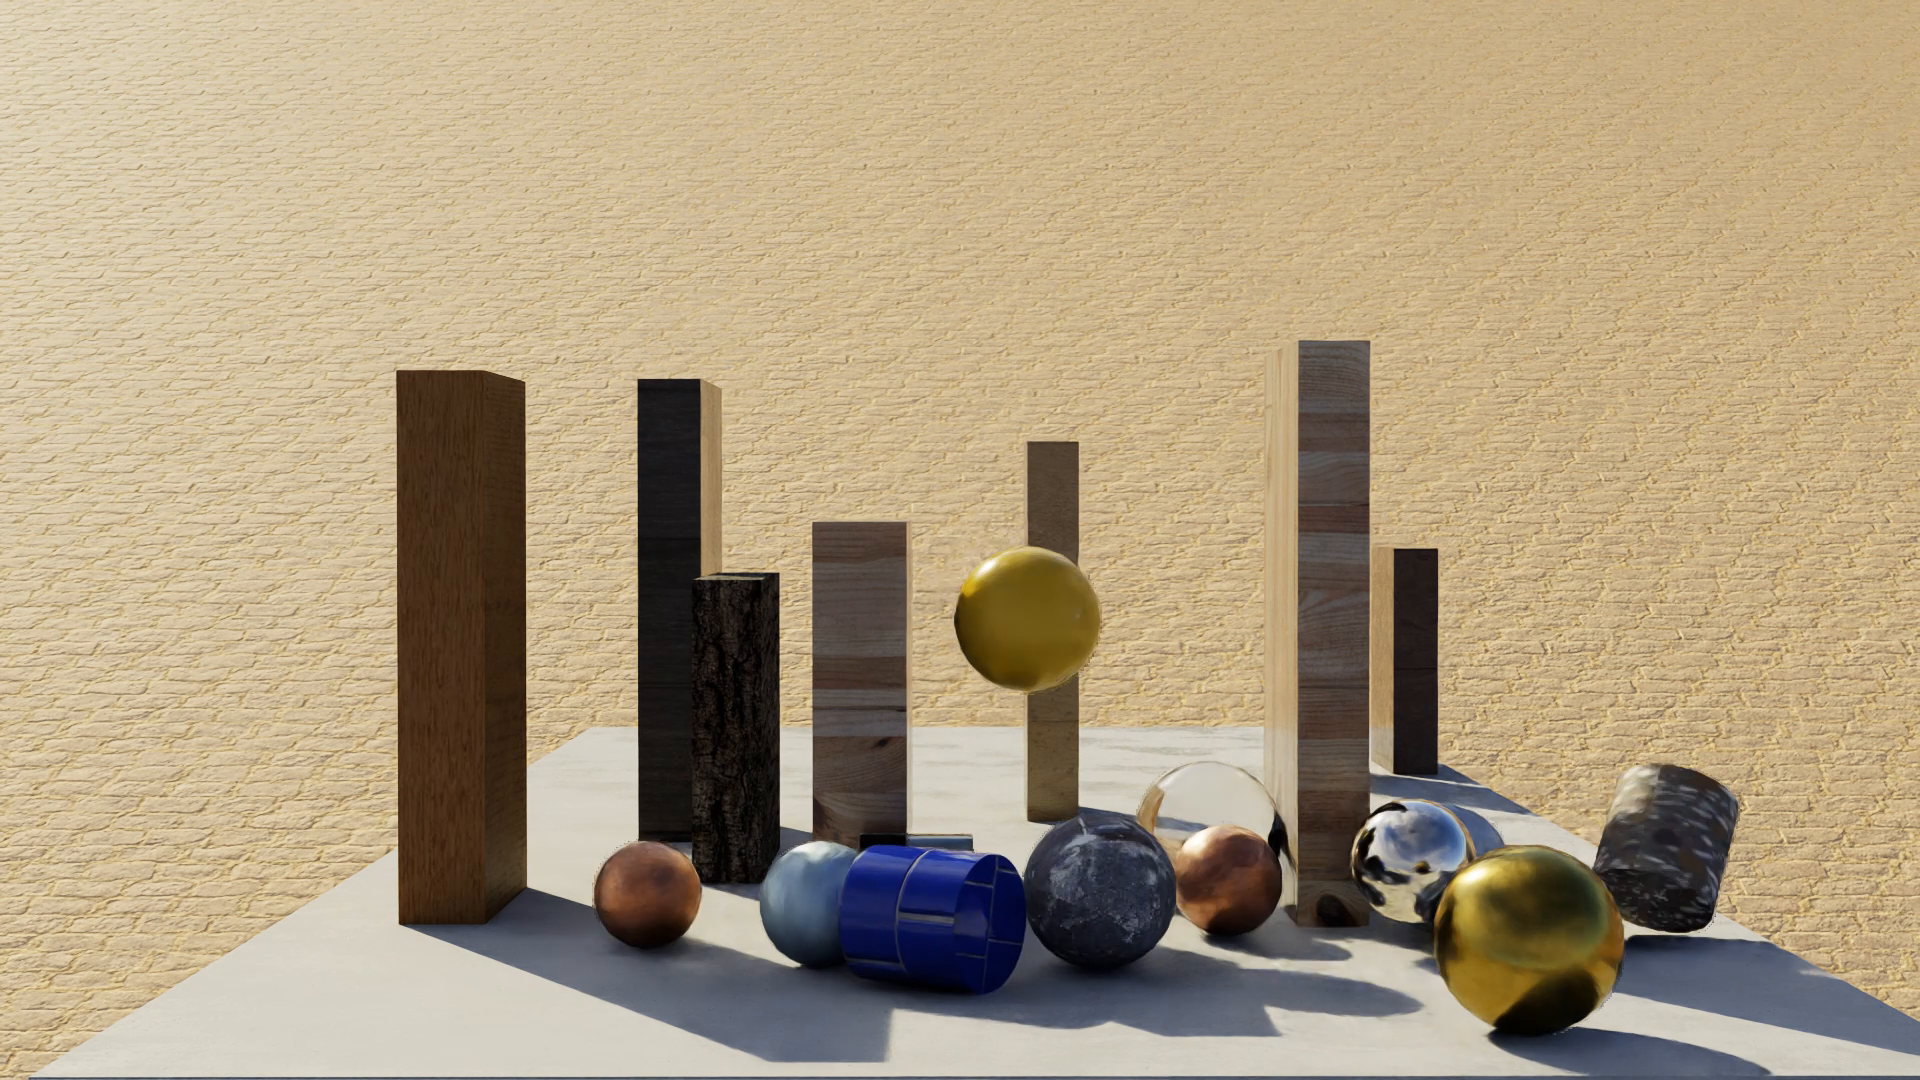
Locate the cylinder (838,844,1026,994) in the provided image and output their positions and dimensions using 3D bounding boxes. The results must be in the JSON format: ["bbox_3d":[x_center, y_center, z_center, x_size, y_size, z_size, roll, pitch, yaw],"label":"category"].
[{"bbox_3d":[-0.033,0.450,3.079,0.163,0.163,0.163,1,24,33],"label":"cylinder"}]

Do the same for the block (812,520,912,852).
[{"bbox_3d":[-0.133,0.248,3.637,0.125,0.551,0.447,0,1,0],"label":"block"}]

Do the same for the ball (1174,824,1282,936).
[{"bbox_3d":[0.355,0.452,3.434,0.148,0.148,0.148,0,27,0],"label":"ball"}]

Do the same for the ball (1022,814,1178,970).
[{"bbox_3d":[0.172,0.434,3.191,0.191,0.191,0.191,0,27,0],"label":"ball"}]

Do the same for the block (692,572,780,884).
[{"bbox_3d":[-0.352,0.287,4.102,0.104,0.459,0.409,0,1,0],"label":"block"}]

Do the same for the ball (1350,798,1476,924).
[{"bbox_3d":[0.577,0.409,3.288,0.159,0.159,0.159,0,27,0],"label":"ball"}]

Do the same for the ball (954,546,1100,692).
[{"bbox_3d":[0.091,0.108,3.516,0.199,0.199,0.199,0,27,0],"label":"ball"}]

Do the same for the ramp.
[{"bbox_3d":[0.062,0.558,4.596,2.000,0.100,4.000,0,1,0],"label":"ramp"}]

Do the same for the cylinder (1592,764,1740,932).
[{"bbox_3d":[0.933,0.409,3.424,0.162,0.162,0.162,12,59,21],"label":"cylinder"}]

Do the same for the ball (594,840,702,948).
[{"bbox_3d":[-0.404,0.459,3.341,0.138,0.138,0.138,0,27,0],"label":"ball"}]

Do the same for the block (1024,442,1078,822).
[{"bbox_3d":[0.168,0.163,4.778,0.093,0.685,0.252,0,1,0],"label":"block"}]

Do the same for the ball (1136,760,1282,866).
[{"bbox_3d":[0.354,0.418,3.673,0.208,0.208,0.208,0,27,0],"label":"ball"}]

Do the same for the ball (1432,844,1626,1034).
[{"bbox_3d":[0.617,0.433,2.804,0.205,0.205,0.205,0,27,0],"label":"ball"}]

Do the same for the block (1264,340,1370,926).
[{"bbox_3d":[0.506,0.124,3.691,0.097,0.795,0.383,0,1,0],"label":"block"}]

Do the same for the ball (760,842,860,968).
[{"bbox_3d":[-0.171,0.452,3.204,0.155,0.155,0.155,0,27,0],"label":"ball"}]

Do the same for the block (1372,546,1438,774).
[{"bbox_3d":[0.961,0.254,5.593,0.094,0.477,0.293,0,1,0],"label":"block"}]

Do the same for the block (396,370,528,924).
[{"bbox_3d":[-0.708,0.144,3.693,0.119,0.756,0.343,0,1,0],"label":"block"}]

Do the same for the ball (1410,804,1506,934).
[{"bbox_3d":[0.646,0.439,3.436,0.173,0.173,0.173,0,27,0],"label":"ball"}]

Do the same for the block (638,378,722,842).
[{"bbox_3d":[-0.492,0.116,4.568,0.107,0.785,0.396,0,1,0],"label":"block"}]
